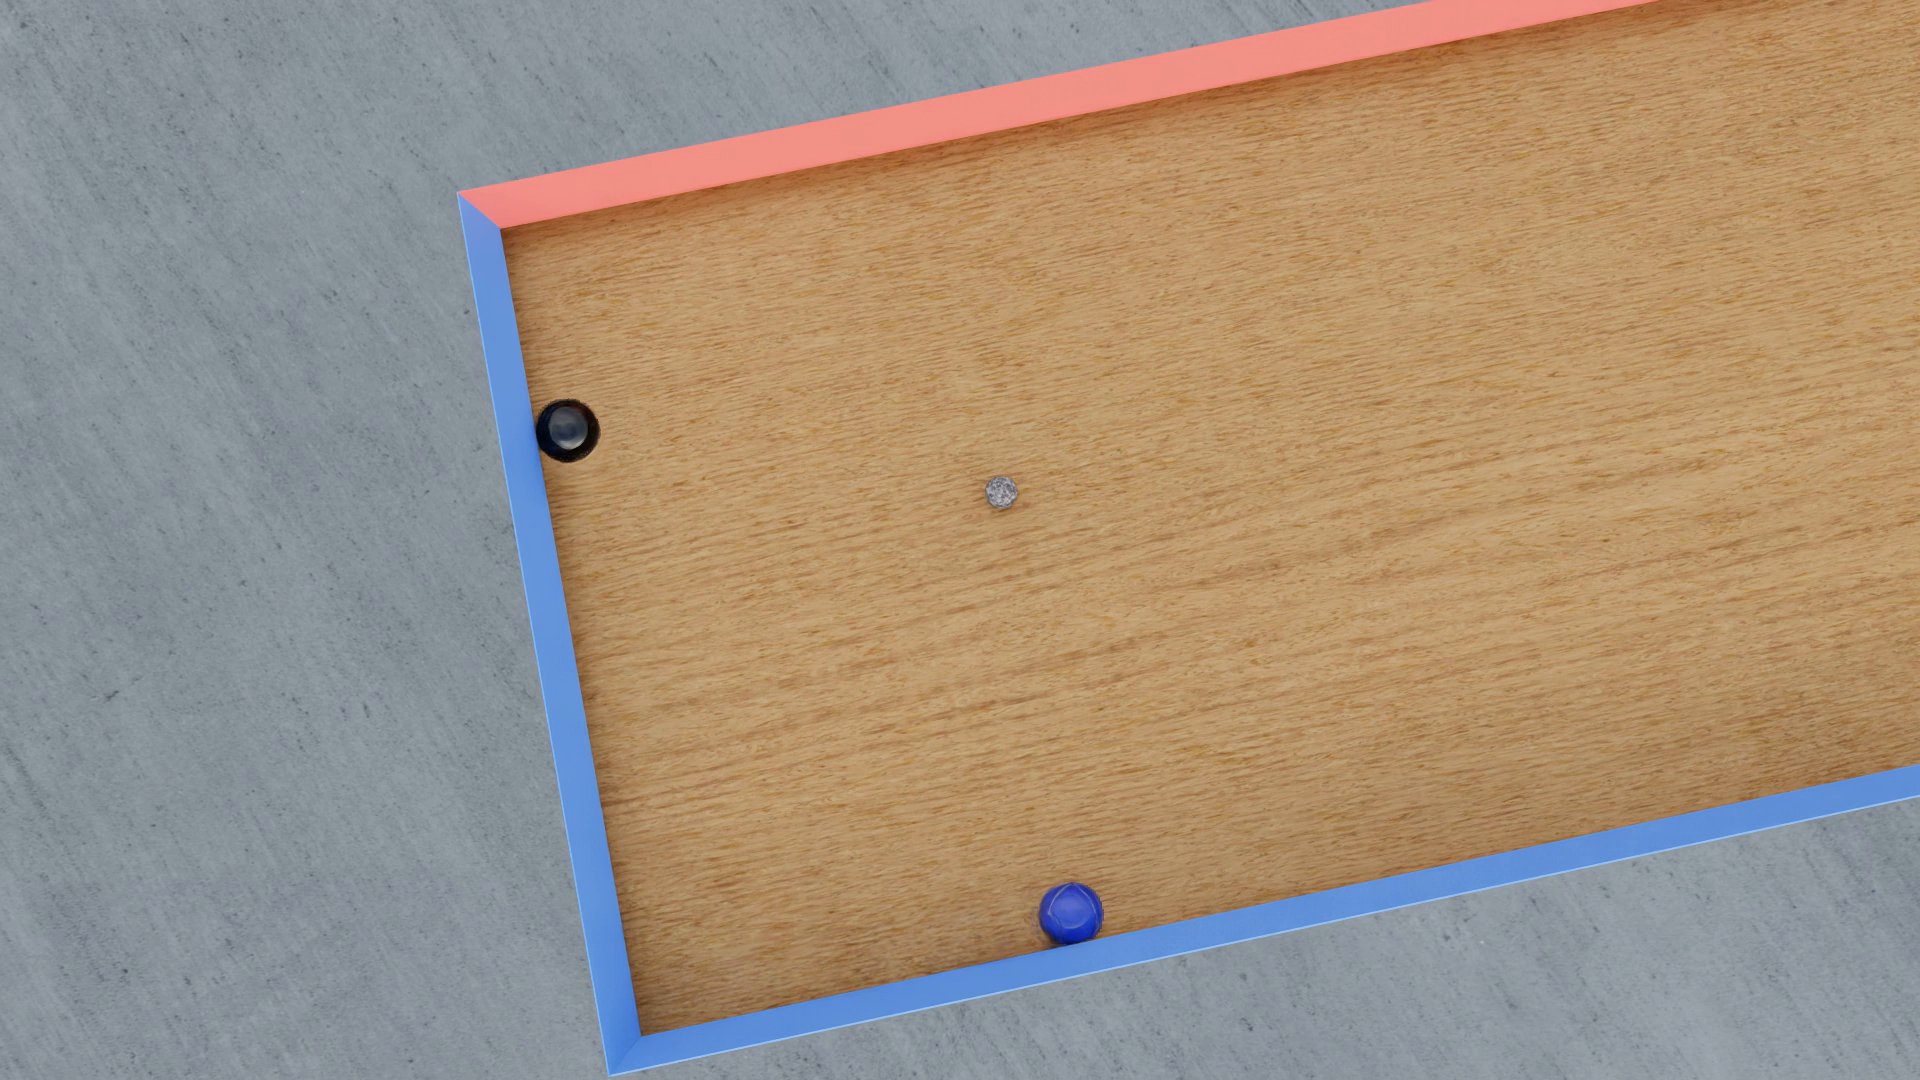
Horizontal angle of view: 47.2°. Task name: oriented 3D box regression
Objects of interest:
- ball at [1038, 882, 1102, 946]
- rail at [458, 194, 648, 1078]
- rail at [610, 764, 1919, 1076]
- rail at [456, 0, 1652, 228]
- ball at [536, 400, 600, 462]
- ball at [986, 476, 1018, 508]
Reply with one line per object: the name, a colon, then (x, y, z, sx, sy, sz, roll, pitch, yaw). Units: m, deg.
ball: (0.159, 0.541, 3.180, 0.091, 0.091, 0.091, 0, 78, 0)
rail: (-0.602, 0.118, 3.251, 0.045, 0.124, 1.330, -12, 78, -2)
rail: (0.757, 0.480, 3.175, 2.556, 0.124, 0.045, -12, 78, -2)
rail: (0.494, -0.748, 3.434, 2.556, 0.124, 0.045, -12, 78, -2)
ball: (-0.593, -0.164, 3.326, 0.095, 0.095, 0.095, 0, 78, 0)
ball: (0.063, -0.072, 3.330, 0.050, 0.050, 0.050, 0, 78, 0)
